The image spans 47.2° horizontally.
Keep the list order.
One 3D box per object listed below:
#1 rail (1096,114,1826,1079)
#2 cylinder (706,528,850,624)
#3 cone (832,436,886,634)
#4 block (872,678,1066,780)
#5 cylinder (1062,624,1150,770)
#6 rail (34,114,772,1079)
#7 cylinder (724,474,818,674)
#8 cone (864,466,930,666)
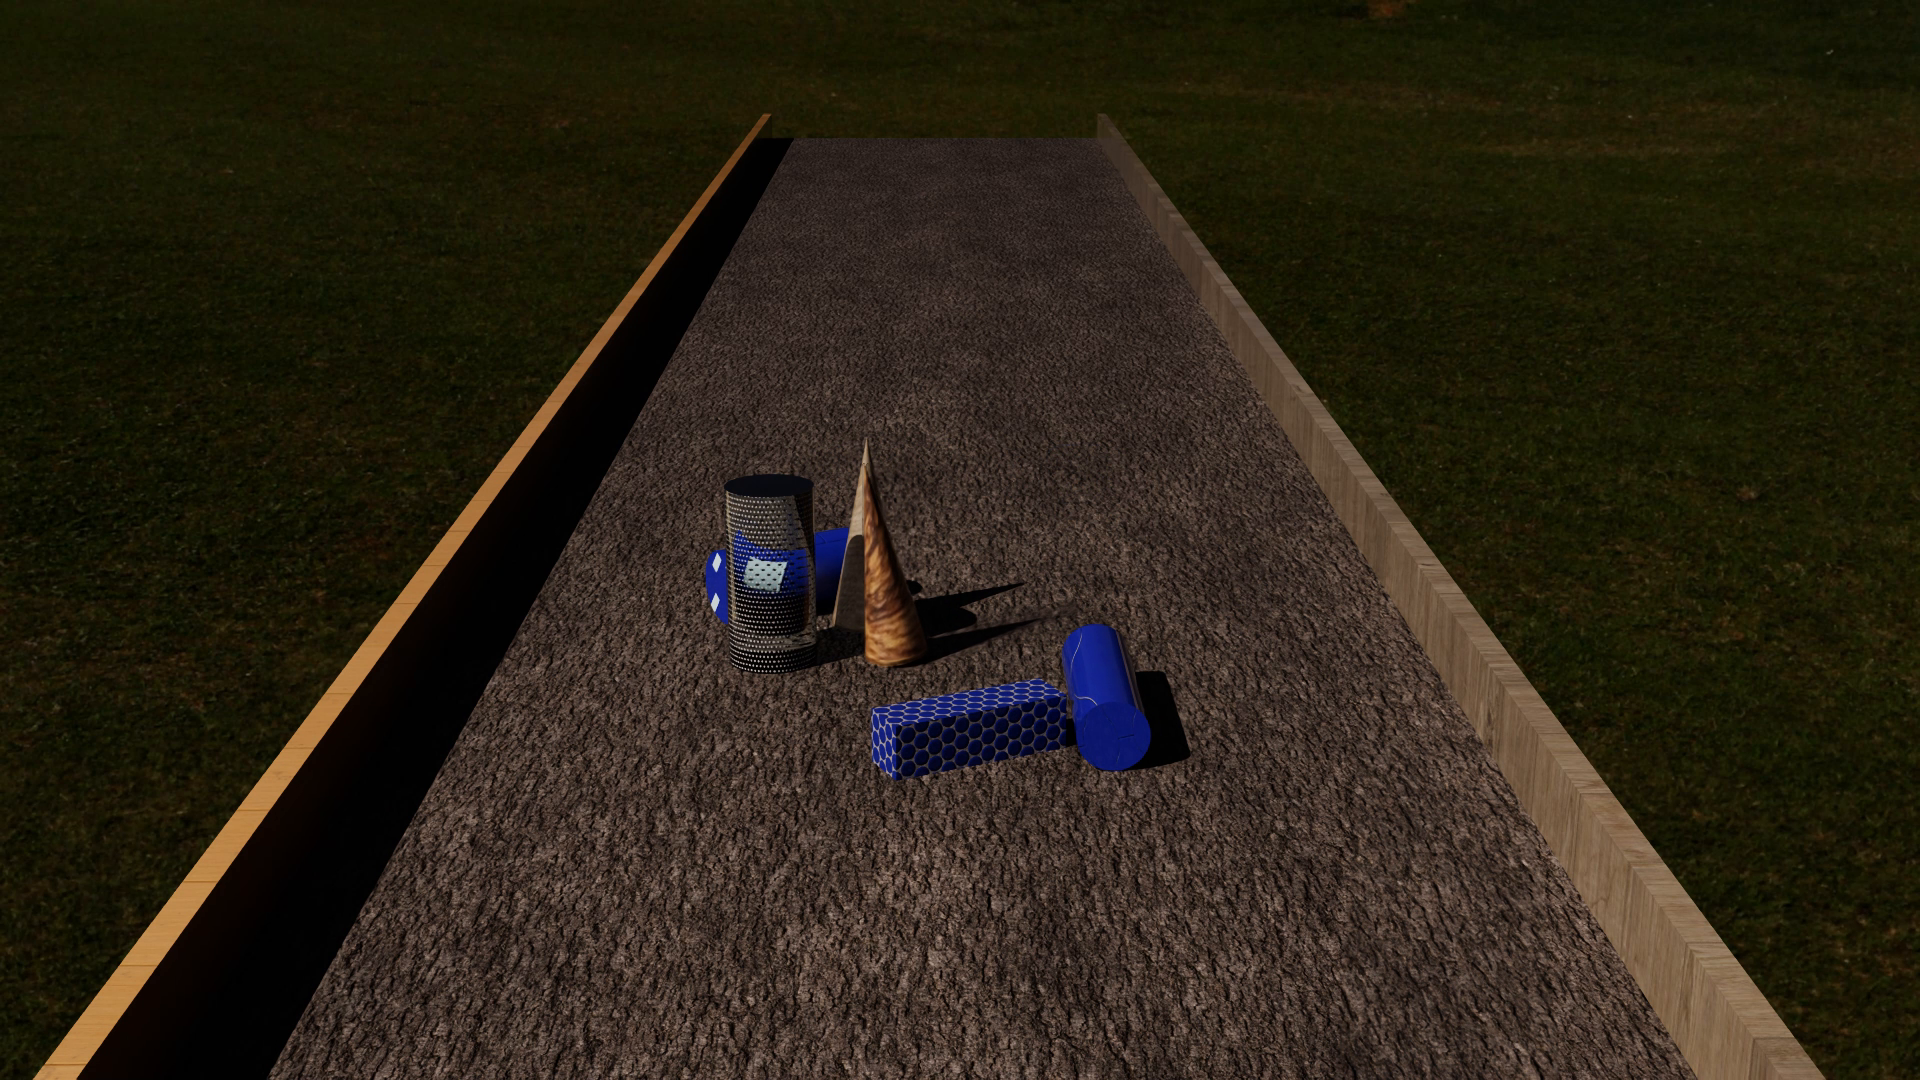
[{"bbox_3d":[0.932,-0.844,7.801,0.050,0.150,12.000,0,17,-1],"label":"rail"},{"bbox_3d":[-0.368,0.075,4.699,0.312,0.158,0.158,-11,20,-32],"label":"cylinder"},{"bbox_3d":[-0.192,-0.021,4.591,0.160,0.402,0.160,0,17,0],"label":"cone"},{"bbox_3d":[0.017,0.336,3.922,0.339,0.101,0.101,-8,18,-26],"label":"block"},{"bbox_3d":[0.265,0.283,4.045,0.130,0.130,0.422,0,17,-1],"label":"cylinder"},{"bbox_3d":[-1.118,-0.838,7.780,0.050,0.150,12.000,0,17,-1],"label":"rail"},{"bbox_3d":[-0.375,0.066,4.371,0.177,0.361,0.177,0,17,0],"label":"cylinder"},{"bbox_3d":[-0.156,0.038,4.354,0.132,0.408,0.132,-8,22,3],"label":"cone"}]
